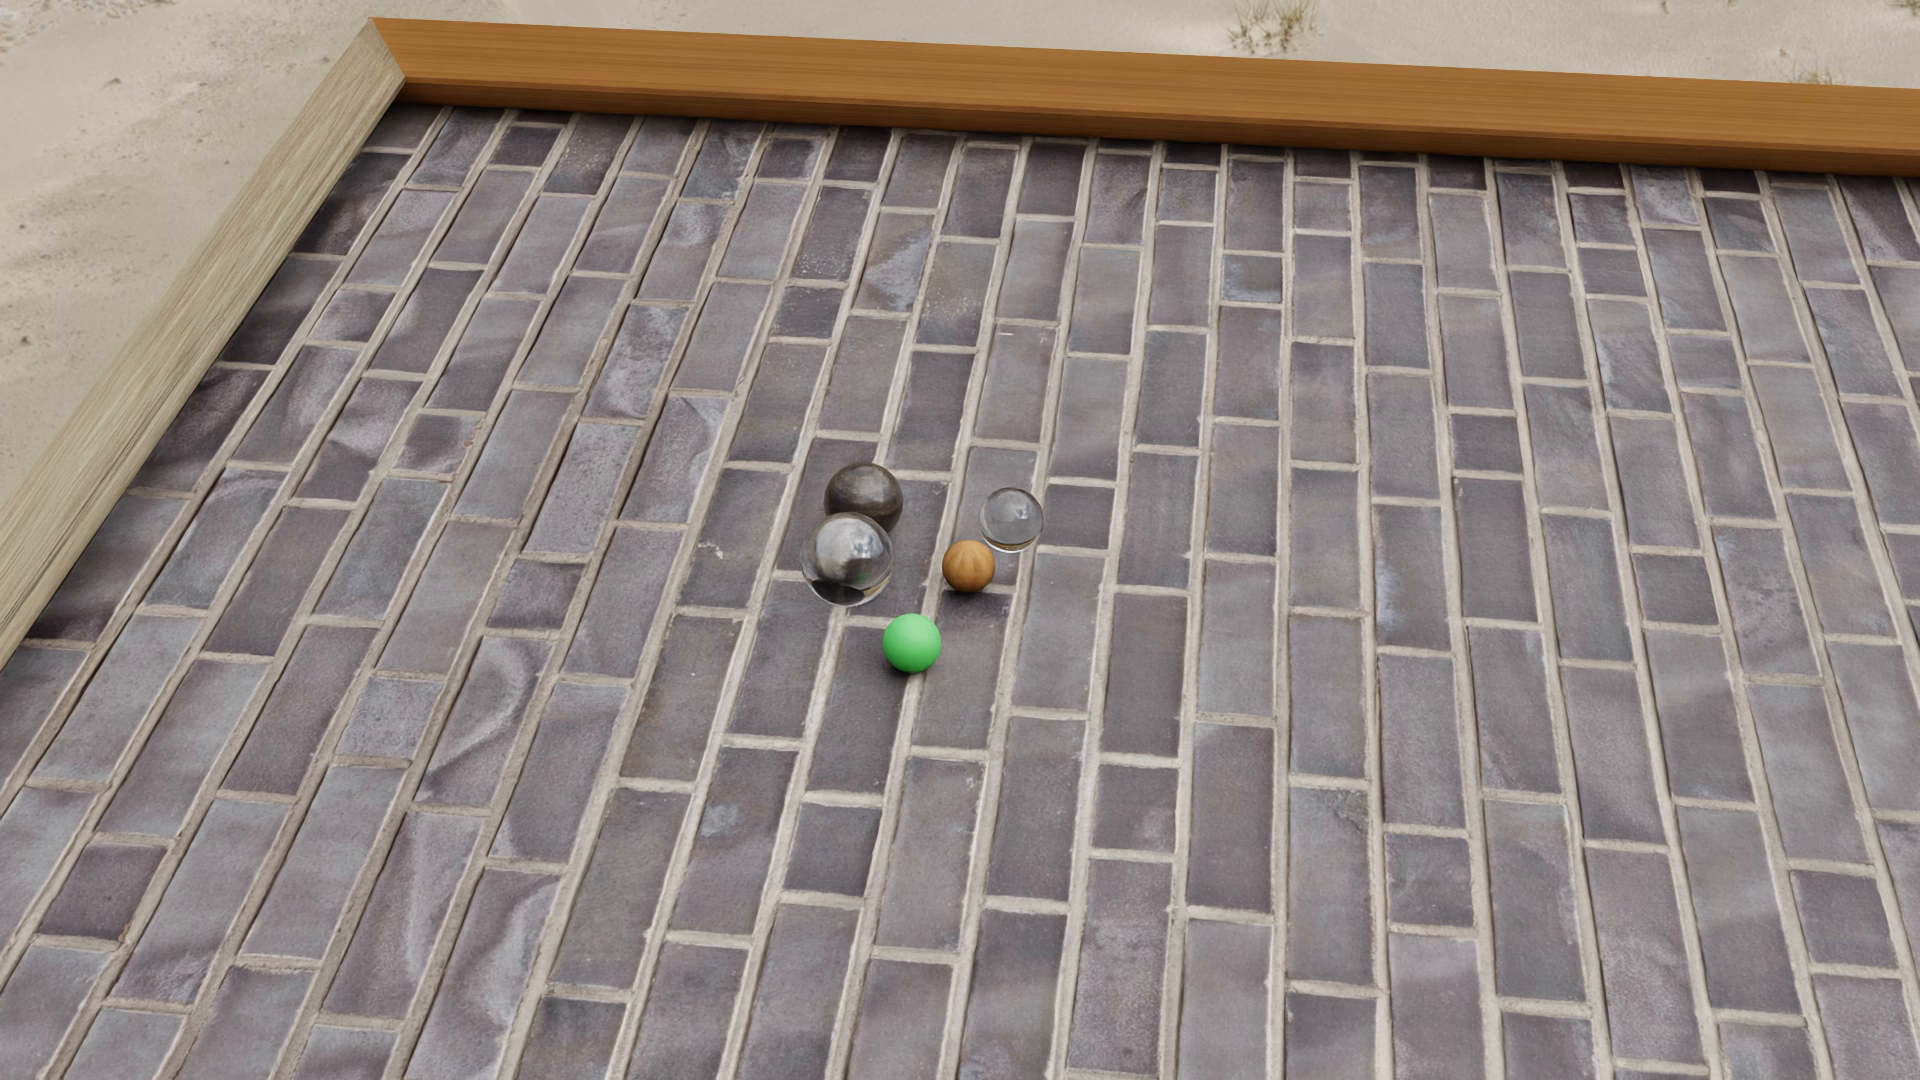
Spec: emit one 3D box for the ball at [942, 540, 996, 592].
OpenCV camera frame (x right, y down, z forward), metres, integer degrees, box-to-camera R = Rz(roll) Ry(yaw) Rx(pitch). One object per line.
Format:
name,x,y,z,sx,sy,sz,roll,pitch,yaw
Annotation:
ball,0.007,0.020,1.958,0.041,0.041,0.041,0,35,0

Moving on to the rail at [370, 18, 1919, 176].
rail,0.778,-0.397,2.513,2.792,0.093,0.045,4,35,5

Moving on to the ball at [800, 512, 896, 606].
ball,-0.085,0.015,1.939,0.072,0.072,0.072,0,35,0

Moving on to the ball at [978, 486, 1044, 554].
ball,0.040,-0.016,2.000,0.052,0.052,0.052,0,35,0

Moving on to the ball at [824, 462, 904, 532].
ball,-0.076,-0.030,2.011,0.063,0.063,0.063,0,35,0

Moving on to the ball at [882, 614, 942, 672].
ball,-0.035,0.075,1.876,0.043,0.043,0.043,0,35,0

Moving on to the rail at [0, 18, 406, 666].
rail,-0.670,-0.060,2.026,0.045,0.093,1.549,4,35,5
